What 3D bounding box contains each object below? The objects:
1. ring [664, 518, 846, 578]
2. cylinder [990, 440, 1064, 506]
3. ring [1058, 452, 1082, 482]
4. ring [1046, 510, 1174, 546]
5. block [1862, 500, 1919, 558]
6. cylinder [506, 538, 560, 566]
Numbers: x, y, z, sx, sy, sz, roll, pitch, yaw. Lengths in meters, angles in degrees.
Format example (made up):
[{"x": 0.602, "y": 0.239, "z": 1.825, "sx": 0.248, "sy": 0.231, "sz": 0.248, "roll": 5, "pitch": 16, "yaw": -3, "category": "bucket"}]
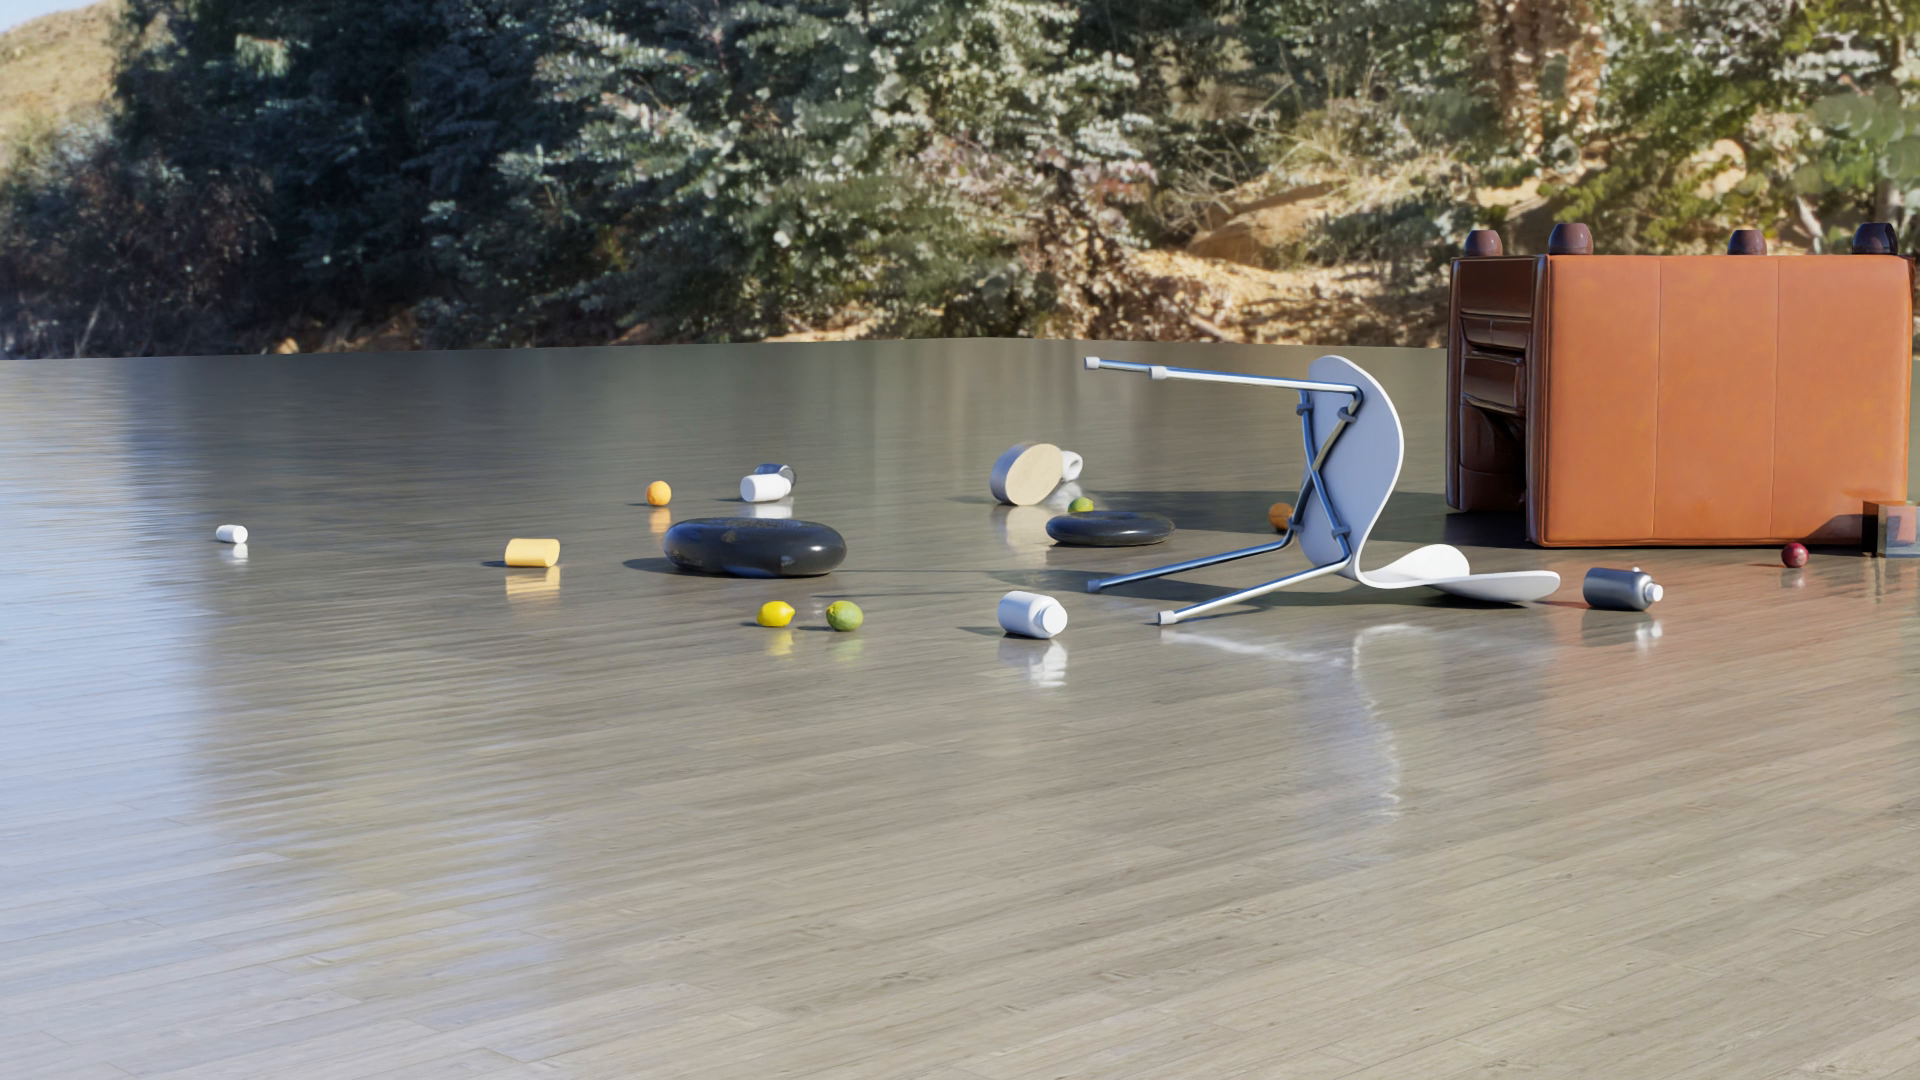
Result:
[{"x": -0.463, "y": 0.014, "z": 5.752, "sx": 0.506, "sy": 0.109, "sz": 0.324, "roll": 5, "pitch": 7, "yaw": 44, "category": "ring"}, {"x": 0.192, "y": -0.195, "z": 7.439, "sx": 0.143, "sy": 0.205, "sz": 0.144, "roll": 45, "pitch": -9, "yaw": -17, "category": "cylinder"}, {"x": 0.335, "y": -0.238, "z": 8.275, "sx": 0.078, "sy": 0.094, "sz": 0.150, "roll": 13, "pitch": 24, "yaw": 28, "category": "ring"}, {"x": 0.374, "y": -0.030, "z": 6.384, "sx": 0.314, "sy": 0.066, "sz": 0.389, "roll": 3, "pitch": 6, "yaw": 21, "category": "ring"}, {"x": 2.223, "y": -0.025, "z": 6.063, "sx": 0.128, "sy": 0.122, "sz": 0.141, "roll": 0, "pitch": 6, "yaw": -3, "category": "block"}, {"x": -0.974, "y": 0.028, "z": 5.847, "sx": 0.092, "sy": 0.058, "sz": 0.130, "roll": 1, "pitch": 11, "yaw": 5, "category": "cylinder"}]
